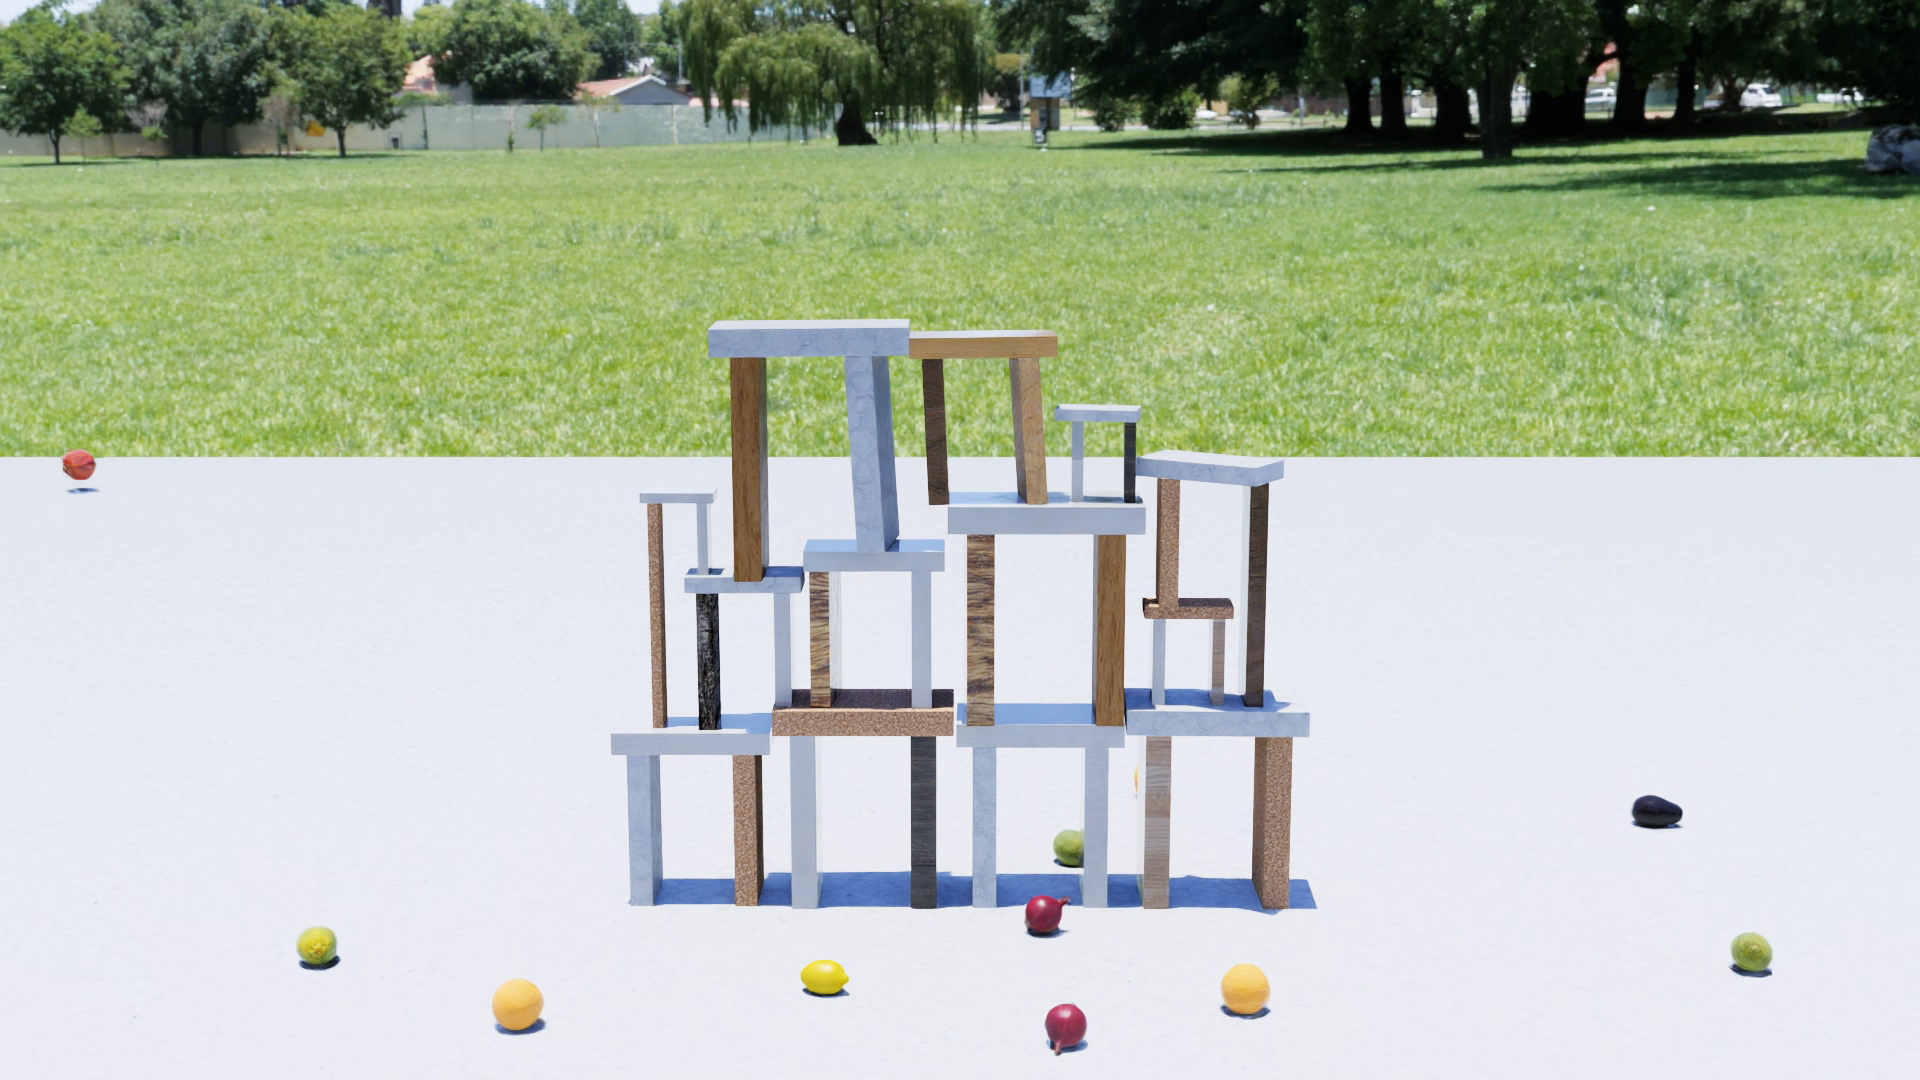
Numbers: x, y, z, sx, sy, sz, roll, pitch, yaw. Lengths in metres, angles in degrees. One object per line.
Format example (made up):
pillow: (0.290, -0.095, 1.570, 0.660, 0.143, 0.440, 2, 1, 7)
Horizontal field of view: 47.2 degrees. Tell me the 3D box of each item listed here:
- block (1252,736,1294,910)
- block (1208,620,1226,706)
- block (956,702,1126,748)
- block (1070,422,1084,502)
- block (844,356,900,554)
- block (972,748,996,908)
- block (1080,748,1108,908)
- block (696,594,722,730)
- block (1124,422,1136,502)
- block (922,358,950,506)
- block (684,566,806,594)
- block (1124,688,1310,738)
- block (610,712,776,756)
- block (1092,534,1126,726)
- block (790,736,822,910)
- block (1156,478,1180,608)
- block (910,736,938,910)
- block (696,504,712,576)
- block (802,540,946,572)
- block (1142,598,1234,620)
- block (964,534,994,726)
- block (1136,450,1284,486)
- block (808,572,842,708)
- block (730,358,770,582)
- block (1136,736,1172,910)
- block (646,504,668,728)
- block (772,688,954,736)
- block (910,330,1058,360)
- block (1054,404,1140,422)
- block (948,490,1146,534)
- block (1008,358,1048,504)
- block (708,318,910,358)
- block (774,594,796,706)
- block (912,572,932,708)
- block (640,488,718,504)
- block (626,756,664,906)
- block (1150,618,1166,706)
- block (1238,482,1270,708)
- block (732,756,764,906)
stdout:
block: (0.516, 0.446, 3.640, 0.042, 0.293, 0.147, 0, 11, 0)
block: (0.418, 0.192, 3.587, 0.020, 0.143, 0.072, 0, 11, 1)
block: (0.131, 0.304, 3.614, 0.272, 0.039, 0.136, 0, 11, 1)
block: (0.187, -0.131, 3.531, 0.019, 0.131, 0.066, 0, 11, 0)
block: (-0.141, -0.147, 3.535, 0.044, 0.312, 0.156, -2, 10, 8)
block: (0.040, 0.457, 3.642, 0.039, 0.272, 0.136, 0, 11, 0)
block: (0.221, 0.457, 3.643, 0.039, 0.272, 0.136, 0, 11, 0)
block: (-0.411, 0.189, 3.597, 0.027, 0.227, 0.094, 0, 11, 0)
block: (0.272, -0.130, 3.529, 0.019, 0.131, 0.066, 0, 11, 3)
block: (-0.038, -0.180, 3.525, 0.033, 0.232, 0.116, -2, 10, 1)
block: (-0.349, 0.064, 3.574, 0.187, 0.027, 0.094, 0, 11, 0)
block: (0.418, 0.282, 3.605, 0.293, 0.042, 0.147, 0, 11, 2)
block: (-0.436, 0.319, 3.621, 0.257, 0.036, 0.129, 0, 11, 0)
block: (0.242, 0.131, 3.583, 0.044, 0.313, 0.157, 0, 11, 1)
block: (-0.254, 0.447, 3.640, 0.041, 0.292, 0.146, 0, 11, 0)
block: (0.336, -0.004, 3.562, 0.030, 0.210, 0.105, 0, 11, 1)
block: (-0.059, 0.447, 3.640, 0.041, 0.293, 0.146, 0, 11, 0)
block: (-0.413, -0.006, 3.556, 0.017, 0.118, 0.059, 0, 11, 0)
block: (-0.137, 0.024, 3.561, 0.226, 0.032, 0.113, 0, 11, 0)
block: (0.370, 0.111, 3.574, 0.143, 0.020, 0.072, 0, 11, 1)
block: (0.030, 0.131, 3.583, 0.044, 0.313, 0.157, 0, 11, -2)
block: (0.398, -0.115, 3.508, 0.210, 0.030, 0.105, 7, 12, 32)
block: (-0.219, 0.151, 3.587, 0.032, 0.226, 0.113, 1, 11, 7)
block: (-0.337, -0.123, 3.534, 0.044, 0.356, 0.156, 0, 11, 0)
block: (0.321, 0.446, 3.640, 0.042, 0.293, 0.147, 0, 11, 0)
block: (-0.492, 0.119, 3.578, 0.017, 0.372, 0.059, 0, 11, 0)
block: (-0.156, 0.282, 3.610, 0.293, 0.041, 0.146, 0, 11, 0)
block: (0.036, -0.312, 3.501, 0.232, 0.033, 0.116, -1, 11, -1)
block: (0.220, -0.202, 3.506, 0.131, 0.019, 0.066, 2, 11, 10)
block: (0.137, -0.045, 3.550, 0.313, 0.044, 0.157, 0, 11, 0)
block: (0.109, -0.181, 3.524, 0.033, 0.232, 0.116, -5, 11, -6)
block: (-0.237, -0.322, 3.498, 0.312, 0.044, 0.156, -1, 10, -1)
block: (-0.286, 0.169, 3.593, 0.027, 0.187, 0.094, 0, 11, 0)
block: (-0.062, 0.151, 3.584, 0.032, 0.226, 0.113, 0, 11, 0)
block: (-0.453, -0.072, 3.543, 0.118, 0.017, 0.059, 0, 11, 1)
block: (-0.522, 0.463, 3.648, 0.036, 0.257, 0.129, 0, 11, 0)
block: (0.323, 0.191, 3.590, 0.020, 0.143, 0.072, 0, 11, 2)
block: (0.477, 0.077, 3.574, 0.030, 0.373, 0.105, 0, 11, 1)
block: (-0.351, 0.463, 3.648, 0.036, 0.257, 0.129, 0, 11, 0)
